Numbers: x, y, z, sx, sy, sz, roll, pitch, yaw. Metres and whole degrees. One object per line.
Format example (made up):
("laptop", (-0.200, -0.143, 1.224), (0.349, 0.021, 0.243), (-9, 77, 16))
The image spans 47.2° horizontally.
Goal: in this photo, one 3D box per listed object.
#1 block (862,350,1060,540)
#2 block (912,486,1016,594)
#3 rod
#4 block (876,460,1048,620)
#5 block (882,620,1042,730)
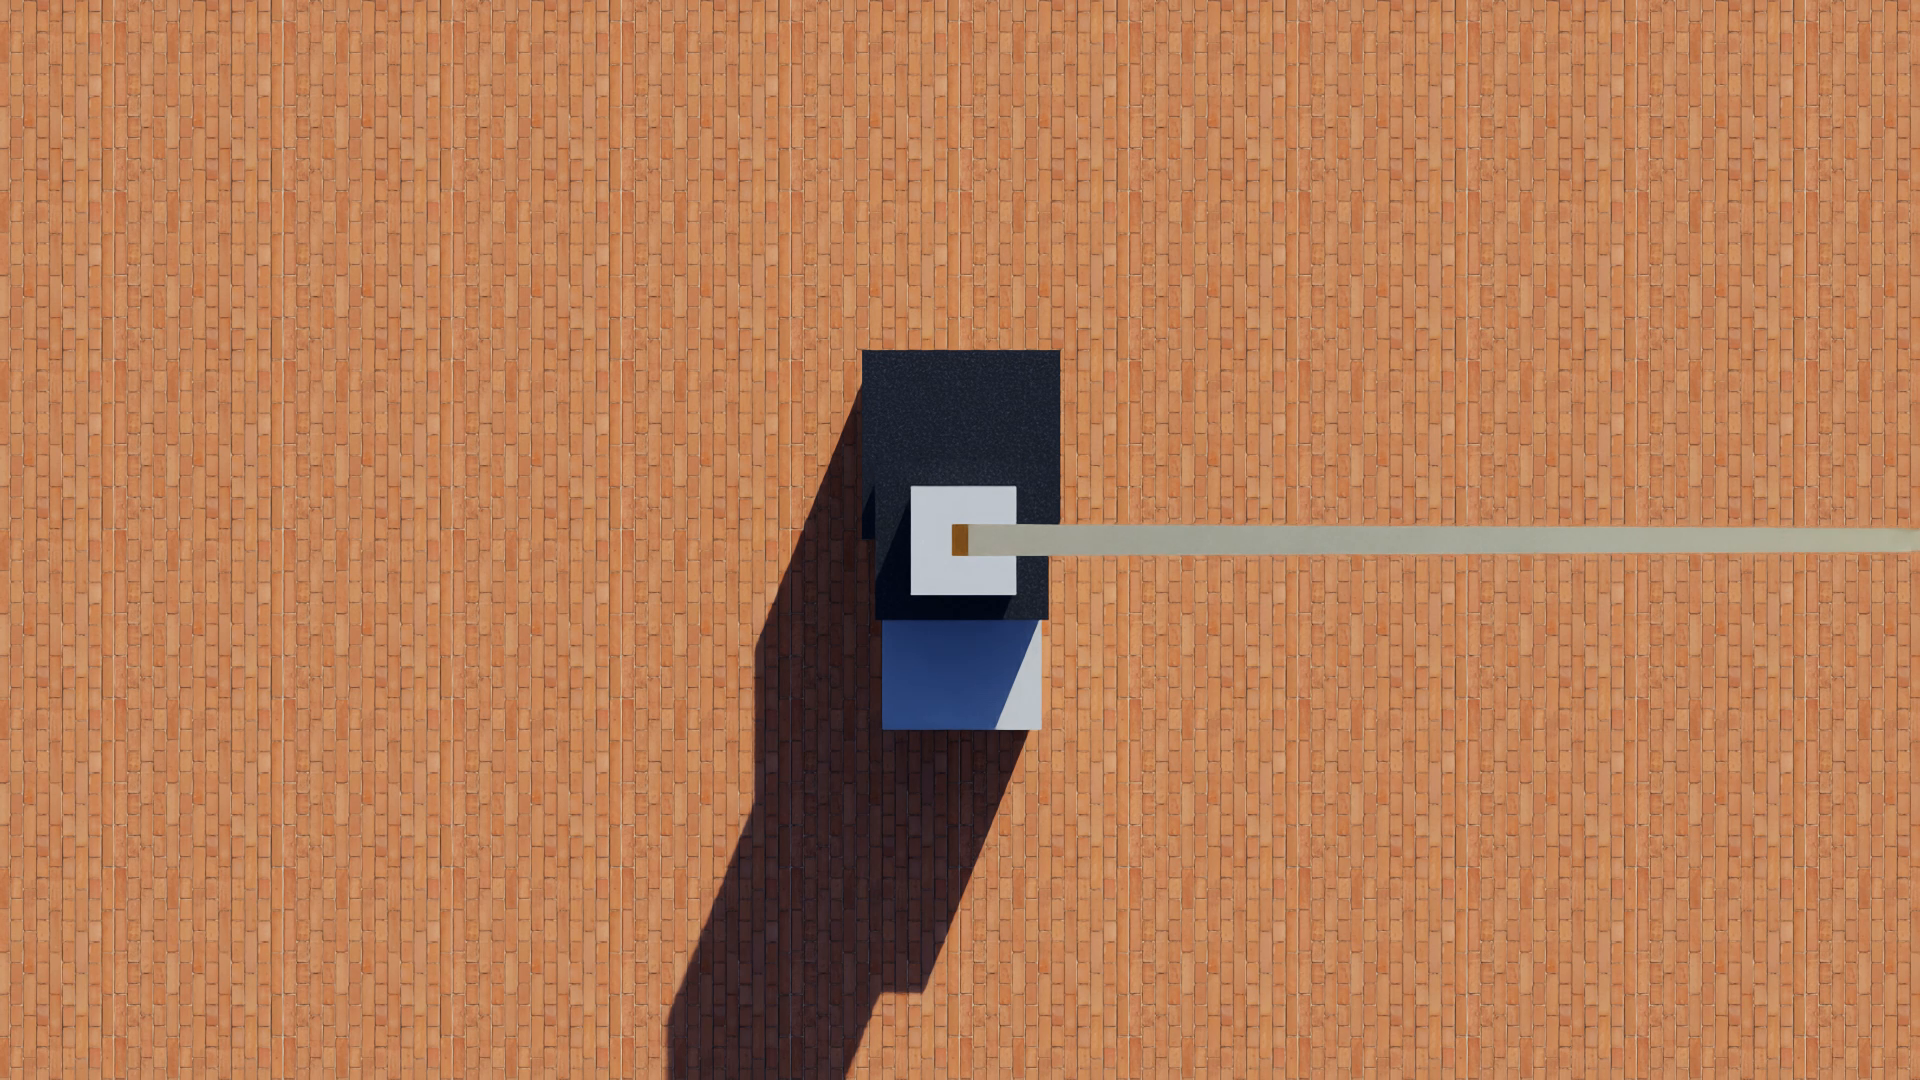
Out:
("block", (0.007, -0.523, 12.515), (1.087, 0.970, 1.034), (0, 90, 0))
("block", (0.017, 0.003, 10.866), (0.507, 0.531, 0.523), (0, 90, 0))
("rod", (2.212, 0.000, 6.927), (5.200, 0.080, 0.080), (0, 90, -32))
("block", (0.010, 0.001, 11.581), (0.879, 0.899, 0.807), (0, 90, 0))
("block", (0.010, 0.522, 12.527), (0.872, 0.945, 1.035), (0, 90, 0))
